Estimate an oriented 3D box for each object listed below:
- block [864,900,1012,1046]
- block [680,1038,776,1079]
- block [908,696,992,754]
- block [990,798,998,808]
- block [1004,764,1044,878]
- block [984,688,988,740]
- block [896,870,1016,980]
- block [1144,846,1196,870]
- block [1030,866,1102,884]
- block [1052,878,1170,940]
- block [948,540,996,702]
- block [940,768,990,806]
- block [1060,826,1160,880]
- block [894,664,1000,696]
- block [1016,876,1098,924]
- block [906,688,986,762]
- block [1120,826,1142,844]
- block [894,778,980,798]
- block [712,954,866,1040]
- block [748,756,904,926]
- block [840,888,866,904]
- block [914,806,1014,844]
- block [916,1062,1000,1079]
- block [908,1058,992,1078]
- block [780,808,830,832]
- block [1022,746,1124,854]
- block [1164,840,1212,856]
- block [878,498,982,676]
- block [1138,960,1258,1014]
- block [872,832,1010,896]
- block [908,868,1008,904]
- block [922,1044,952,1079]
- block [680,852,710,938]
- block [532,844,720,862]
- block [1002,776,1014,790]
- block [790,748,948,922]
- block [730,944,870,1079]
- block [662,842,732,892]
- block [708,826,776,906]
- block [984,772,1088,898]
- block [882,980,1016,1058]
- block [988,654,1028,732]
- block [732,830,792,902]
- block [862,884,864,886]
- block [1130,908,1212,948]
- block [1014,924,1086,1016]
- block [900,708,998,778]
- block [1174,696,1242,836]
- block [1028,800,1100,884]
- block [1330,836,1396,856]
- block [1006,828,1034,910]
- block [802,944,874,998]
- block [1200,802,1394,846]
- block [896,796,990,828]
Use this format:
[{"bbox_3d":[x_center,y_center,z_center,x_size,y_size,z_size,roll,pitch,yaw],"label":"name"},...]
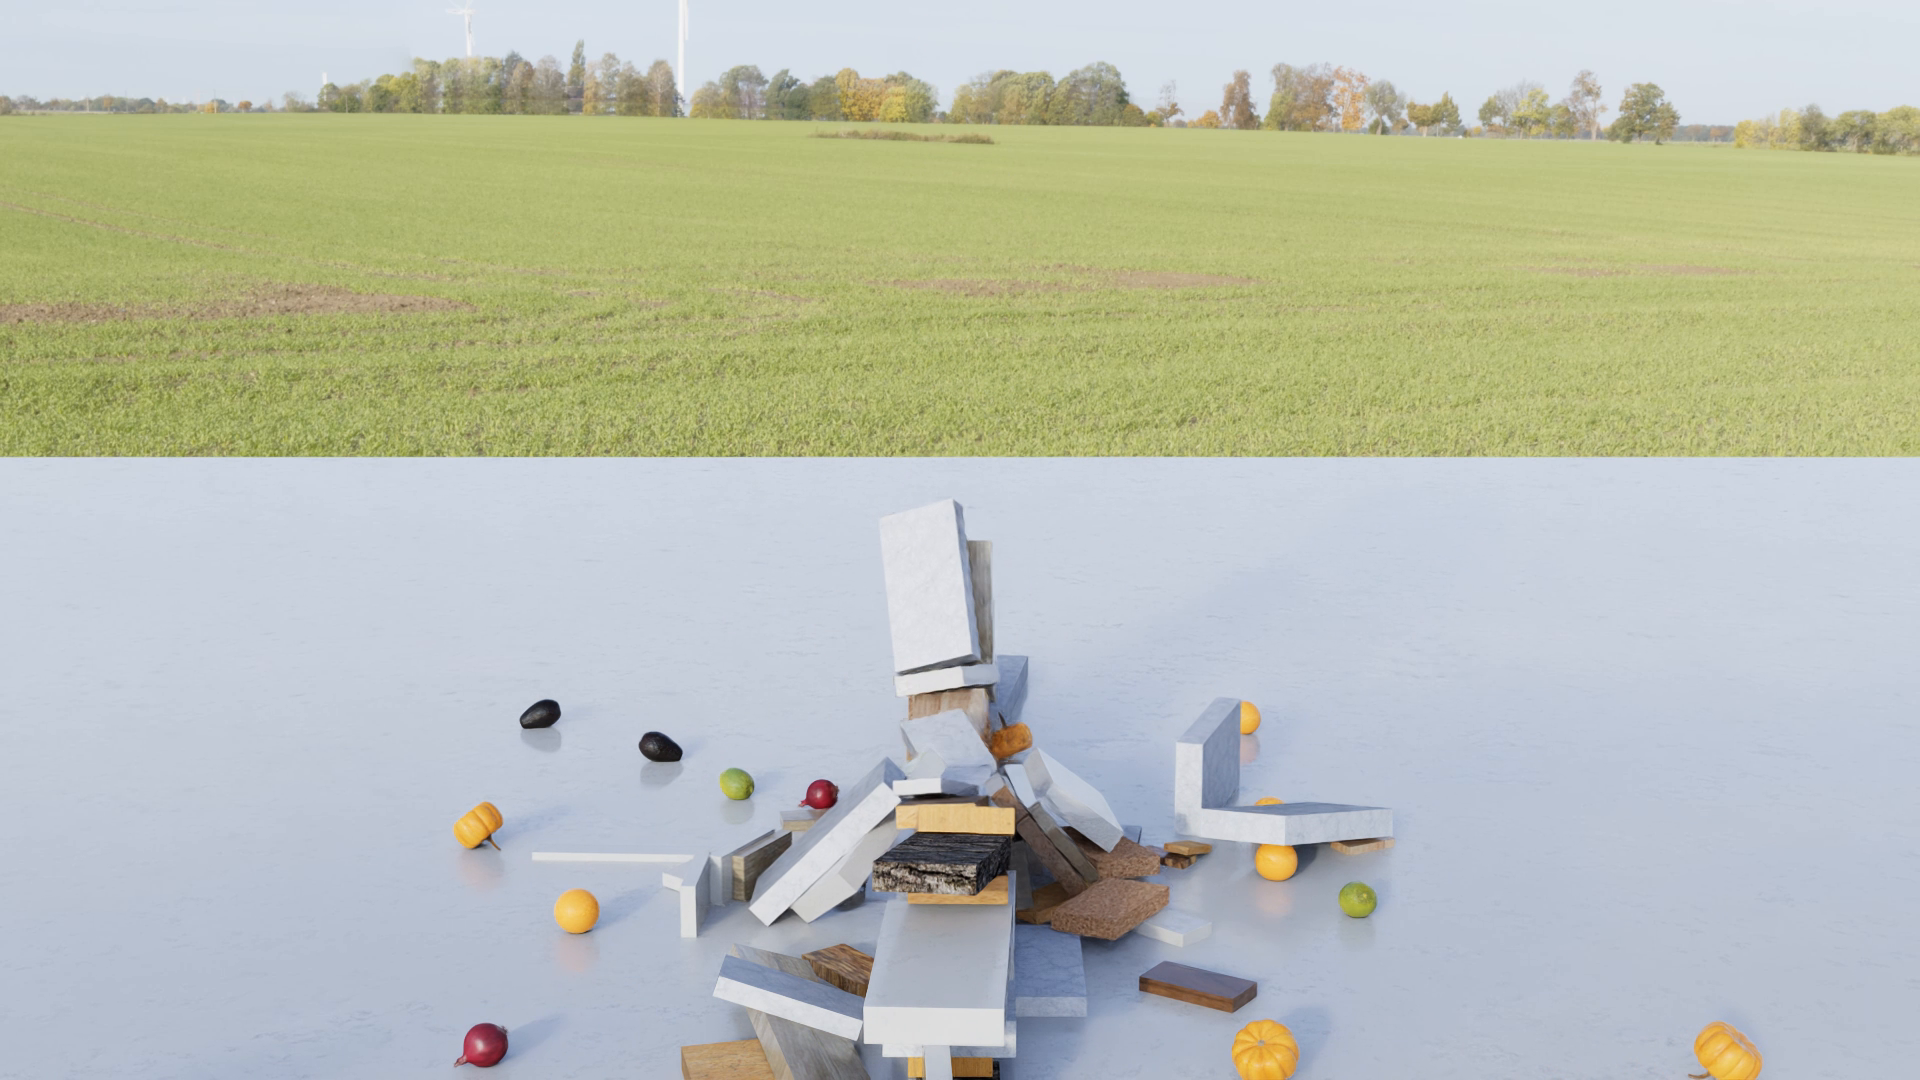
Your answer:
[{"bbox_3d":[-0.023,0.561,2.877,0.173,0.049,0.346,0,13,3],"label":"block"},{"bbox_3d":[-0.291,0.720,2.878,0.118,0.034,0.237,-3,11,-14],"label":"block"},{"bbox_3d":[-0.026,0.354,4.561,0.164,0.047,0.636,-1,12,-1],"label":"block"},{"bbox_3d":[0.006,0.477,3.641,0.119,0.034,0.259,-1,10,-2],"label":"block"},{"bbox_3d":[0.110,0.487,3.846,0.033,0.117,0.330,-1,7,-5],"label":"block"},{"bbox_3d":[-0.018,0.356,4.256,0.135,0.038,0.269,-5,15,5],"label":"block"},{"bbox_3d":[-0.007,0.554,3.189,0.173,0.049,0.346,0,9,2],"label":"block"},{"bbox_3d":[0.359,0.553,3.833,0.094,0.013,0.047,7,12,32],"label":"block"},{"bbox_3d":[0.174,0.570,3.737,0.166,0.015,0.051,3,11,14],"label":"block"},{"bbox_3d":[0.240,0.582,3.482,0.108,0.030,0.215,4,8,28],"label":"block"},{"bbox_3d":[-0.014,0.169,4.512,0.164,0.329,0.047,-2,-7,7],"label":"block"},{"bbox_3d":[-0.009,0.432,3.703,0.119,0.034,0.239,0,10,1],"label":"block"},{"bbox_3d":[0.239,0.538,3.803,0.117,0.033,0.235,-1,7,-22],"label":"block"},{"bbox_3d":[-0.022,0.275,4.318,0.135,0.038,0.269,-10,-5,15],"label":"block"},{"bbox_3d":[0.158,0.585,3.583,0.149,0.021,0.075,-16,16,-35],"label":"block"},{"bbox_3d":[-0.023,0.357,4.109,0.135,0.038,0.269,-5,21,4],"label":"block"},{"bbox_3d":[0.298,0.532,3.943,0.047,0.013,0.094,2,11,9],"label":"block"},{"bbox_3d":[-0.037,0.401,3.524,0.081,0.023,0.161,-6,-13,22],"label":"block"},{"bbox_3d":[-0.235,0.633,3.049,0.206,0.029,0.103,18,5,-3],"label":"block"},{"bbox_3d":[-0.215,0.487,3.567,0.301,0.043,0.150,-44,7,7],"label":"block"},{"bbox_3d":[-0.208,0.584,3.662,0.094,0.013,0.047,9,14,41],"label":"block"},{"bbox_3d":[0.000,0.451,3.275,0.137,0.039,0.274,2,-22,-3],"label":"block"},{"bbox_3d":[-0.002,0.731,2.826,0.110,0.031,0.221,0,11,0],"label":"block"},{"bbox_3d":[-0.014,0.674,2.981,0.110,0.031,0.220,0,6,-1],"label":"block"},{"bbox_3d":[-0.262,0.513,4.034,0.131,0.019,0.066,-2,11,-11],"label":"block"},{"bbox_3d":[0.196,0.453,3.861,0.150,0.043,0.301,36,3,-7],"label":"block"},{"bbox_3d":[0.399,0.539,3.852,0.047,0.013,0.094,7,0,32],"label":"block"},{"bbox_3d":[-0.061,0.096,4.370,0.164,0.328,0.047,-15,-23,19],"label":"block"},{"bbox_3d":[0.351,0.658,3.242,0.155,0.022,0.077,7,13,34],"label":"block"},{"bbox_3d":[-0.021,0.439,2.995,0.137,0.039,0.274,1,1,11],"label":"block"},{"bbox_3d":[-0.004,0.486,3.145,0.137,0.039,0.274,1,-3,0],"label":"block"},{"bbox_3d":[-0.029,0.677,2.726,0.031,0.110,0.220,0,11,-2],"label":"block"},{"bbox_3d":[-0.425,0.570,3.545,0.024,0.085,0.169,0,11,2],"label":"block"},{"bbox_3d":[-0.519,0.549,3.851,0.454,0.013,0.047,1,11,3],"label":"block"},{"bbox_3d":[0.077,0.493,3.810,0.034,0.119,0.239,-1,6,-4],"label":"block"},{"bbox_3d":[-0.147,0.480,3.588,0.150,0.043,0.317,-39,9,44],"label":"block"},{"bbox_3d":[-0.216,0.677,3.010,0.118,0.034,0.550,17,5,-17],"label":"block"},{"bbox_3d":[-0.414,0.559,3.734,0.085,0.024,0.169,11,19,37],"label":"block"},{"bbox_3d":[-0.363,0.545,3.679,0.024,0.085,0.169,5,12,26],"label":"block"},{"bbox_3d":[0.121,0.476,3.548,0.030,0.215,0.108,-39,7,0],"label":"block"},{"bbox_3d":[-0.011,0.626,3.049,0.173,0.049,0.392,0,6,1],"label":"block"},{"bbox_3d":[0.041,0.336,4.904,0.171,0.048,0.492,1,11,8],"label":"block"},{"bbox_3d":[-0.331,0.546,3.693,0.022,0.077,0.155,5,12,26],"label":"block"},{"bbox_3d":[-0.212,0.564,3.709,0.103,0.015,0.052,8,2,-3],"label":"block"},{"bbox_3d":[0.319,0.610,3.502,0.149,0.021,0.075,10,14,43],"label":"block"},{"bbox_3d":[0.132,0.643,3.301,0.103,0.029,0.292,0,11,1],"label":"block"},{"bbox_3d":[-0.021,0.378,3.955,0.117,0.033,0.235,-13,22,-12],"label":"block"},{"bbox_3d":[0.466,0.420,4.118,0.048,0.171,0.342,4,11,19],"label":"block"},{"bbox_3d":[0.169,0.493,3.585,0.021,0.149,0.075,-39,36,0],"label":"block"},{"bbox_3d":[0.716,0.538,3.908,0.103,0.015,0.051,-6,12,-28],"label":"block"},{"bbox_3d":[0.091,0.526,3.572,0.030,0.108,0.215,-9,2,-1],"label":"block"},{"bbox_3d":[-0.162,0.647,3.303,0.077,0.022,0.155,-8,13,-37],"label":"block"},{"bbox_3d":[0.590,0.492,3.829,0.171,0.048,0.342,-1,-4,42],"label":"block"},{"bbox_3d":[-0.024,0.419,3.392,0.118,0.034,0.237,-3,-4,6],"label":"block"}]
